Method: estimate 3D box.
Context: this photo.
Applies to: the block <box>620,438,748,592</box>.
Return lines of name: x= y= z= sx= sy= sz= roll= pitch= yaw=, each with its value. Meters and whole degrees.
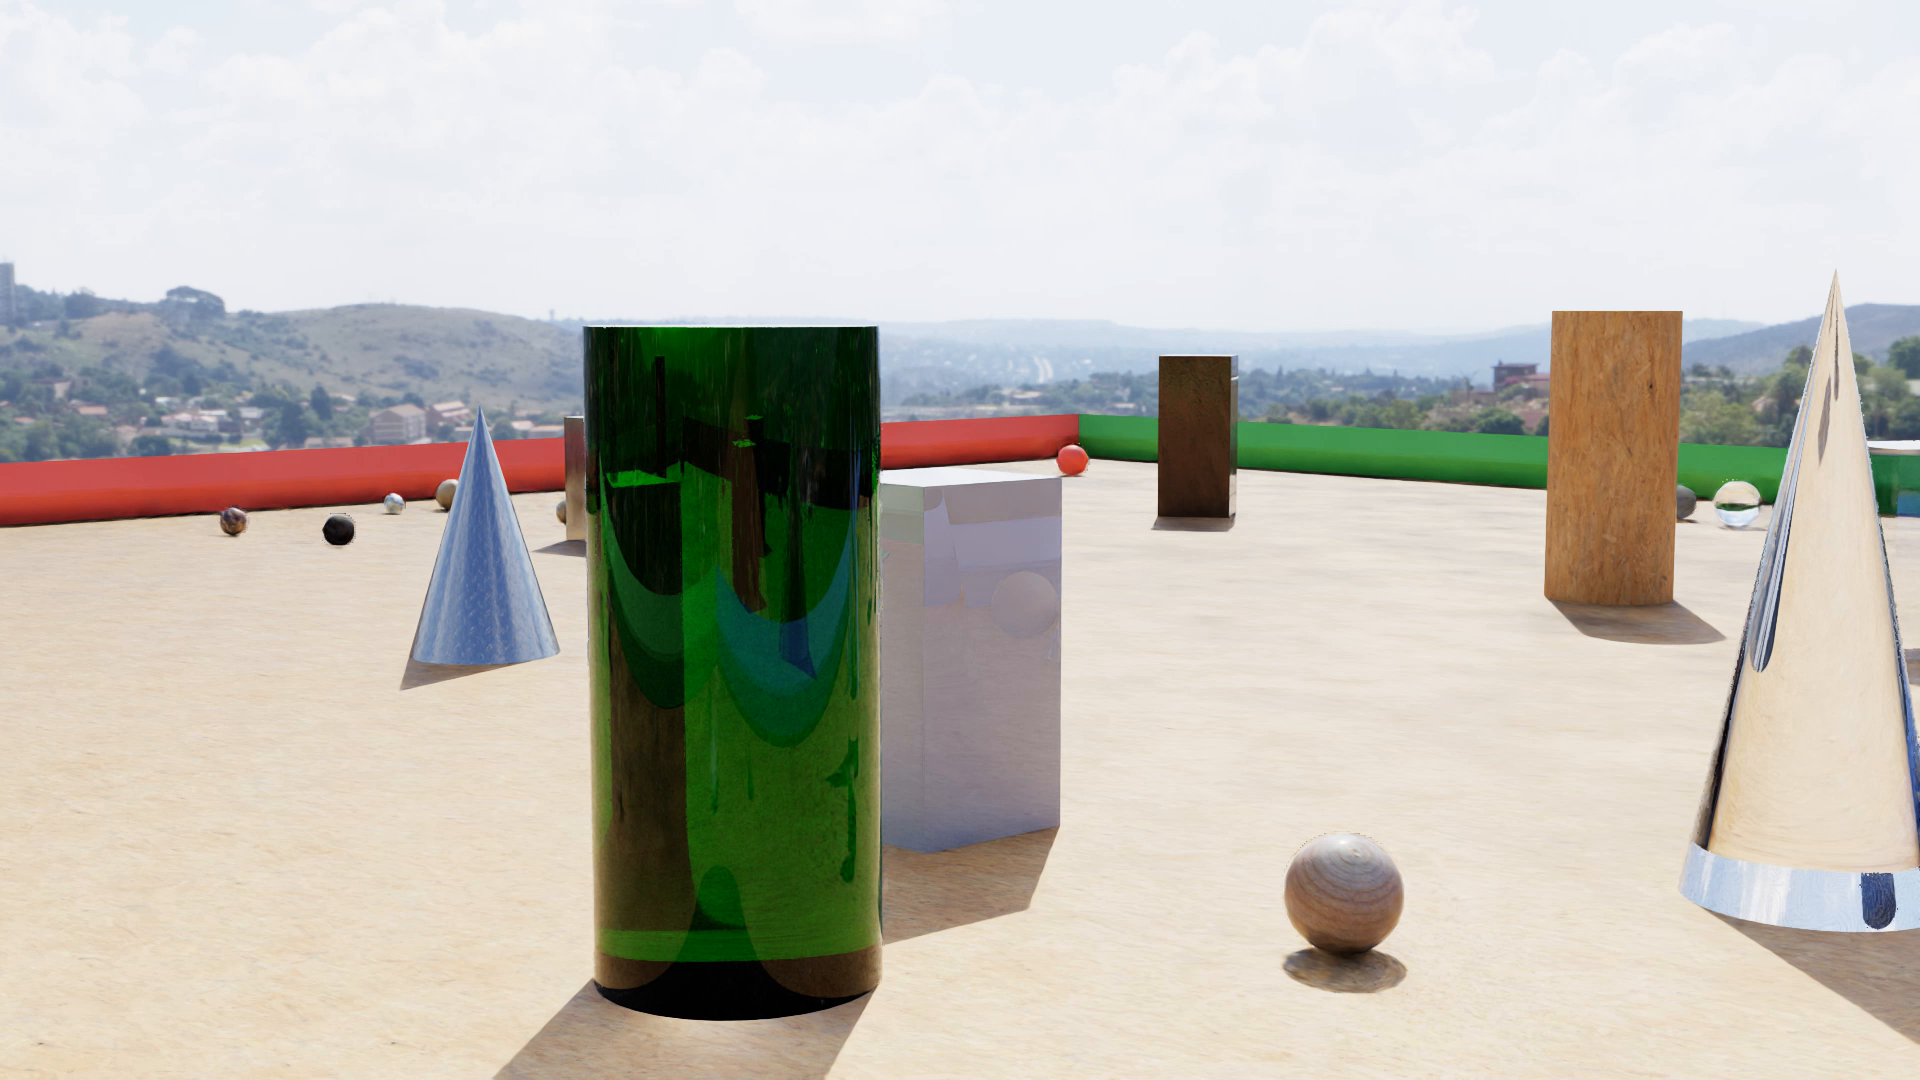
block: x=-0.444 y=-0.043 z=3.557 sx=0.154 sy=0.231 sz=0.154 roll=2 pitch=6 yaw=16

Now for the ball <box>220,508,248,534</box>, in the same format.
ball: x=-1.435 y=-0.036 z=4.344 sx=0.053 sy=0.053 sz=0.053 roll=0 pitch=6 yaw=0

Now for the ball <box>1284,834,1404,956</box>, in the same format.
ball: x=0.265 y=0.245 z=1.521 sx=0.083 sy=0.083 sz=0.083 roll=0 pitch=6 yaw=0

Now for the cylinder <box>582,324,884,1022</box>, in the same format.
cylinder: x=-0.148 y=0.076 z=1.453 sx=0.193 sy=0.433 sz=0.193 roll=0 pitch=6 yaw=0

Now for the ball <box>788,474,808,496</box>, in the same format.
ball: x=-0.382 y=-0.128 z=5.224 sx=0.052 sy=0.052 sz=0.052 roll=0 pitch=6 yaw=0

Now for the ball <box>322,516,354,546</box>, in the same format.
ball: x=-1.169 y=-0.017 z=4.139 sx=0.058 sy=0.058 sz=0.058 roll=0 pitch=6 yaw=0

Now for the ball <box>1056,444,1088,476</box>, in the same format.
ball: x=0.301 y=-0.214 z=5.888 sx=0.083 sy=0.083 sz=0.083 roll=0 pitch=6 yaw=0

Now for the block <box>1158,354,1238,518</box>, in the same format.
block: x=0.518 y=-0.228 z=4.776 sx=0.154 sy=0.345 sz=0.154 roll=1 pitch=6 yaw=13

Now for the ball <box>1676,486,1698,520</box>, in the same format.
ball: x=1.526 y=-0.080 z=4.666 sx=0.072 sy=0.072 sz=0.072 roll=0 pitch=6 yaw=0

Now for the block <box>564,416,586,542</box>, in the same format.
block: x=-0.653 y=-0.120 z=4.252 sx=0.154 sy=0.238 sz=0.154 roll=5 pitch=8 yaw=39

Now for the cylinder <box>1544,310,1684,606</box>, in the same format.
cylinder: x=1.005 y=-0.131 z=3.387 sx=0.193 sy=0.441 sz=0.193 roll=0 pitch=6 yaw=0

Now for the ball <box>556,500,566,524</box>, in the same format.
ball: x=-0.806 y=-0.058 z=4.536 sx=0.056 sy=0.056 sz=0.056 roll=0 pitch=6 yaw=0

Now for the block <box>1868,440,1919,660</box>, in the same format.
block: x=1.235 y=0.010 z=2.870 sx=0.154 sy=0.269 sz=0.154 roll=-2 pitch=6 yaw=-15

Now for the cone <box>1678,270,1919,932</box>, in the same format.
cone: x=0.646 y=0.034 z=1.647 sx=0.193 sy=0.476 sz=0.193 roll=0 pitch=6 yaw=0

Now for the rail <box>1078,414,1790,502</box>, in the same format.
rail: x=1.862 y=-0.147 z=5.041 sx=0.045 sy=0.125 sz=4.480 roll=-6 pitch=8 yaw=-42

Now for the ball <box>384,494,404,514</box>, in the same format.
ball: x=-1.233 y=-0.078 z=4.789 sx=0.043 sy=0.043 sz=0.043 roll=0 pitch=6 yaw=0

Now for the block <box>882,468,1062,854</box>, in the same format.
block: x=-0.022 y=0.096 z=1.894 sx=0.154 sy=0.302 sz=0.154 roll=-5 pitch=8 yaw=-41

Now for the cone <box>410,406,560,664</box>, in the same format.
cone: x=-0.616 y=-0.014 z=2.838 sx=0.193 sy=0.323 sz=0.193 roll=0 pitch=6 yaw=0

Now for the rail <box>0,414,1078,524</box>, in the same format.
rail: x=-1.503 y=-0.138 z=4.952 sx=5.115 sy=0.125 sz=0.045 roll=-6 pitch=8 yaw=-42

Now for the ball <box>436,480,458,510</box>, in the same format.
ball: x=-1.131 y=-0.101 z=4.887 sx=0.068 sy=0.068 sz=0.068 roll=0 pitch=6 yaw=0

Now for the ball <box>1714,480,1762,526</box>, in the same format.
ball: x=1.594 y=-0.075 z=4.508 sx=0.095 sy=0.095 sz=0.095 roll=0 pitch=6 yaw=0
